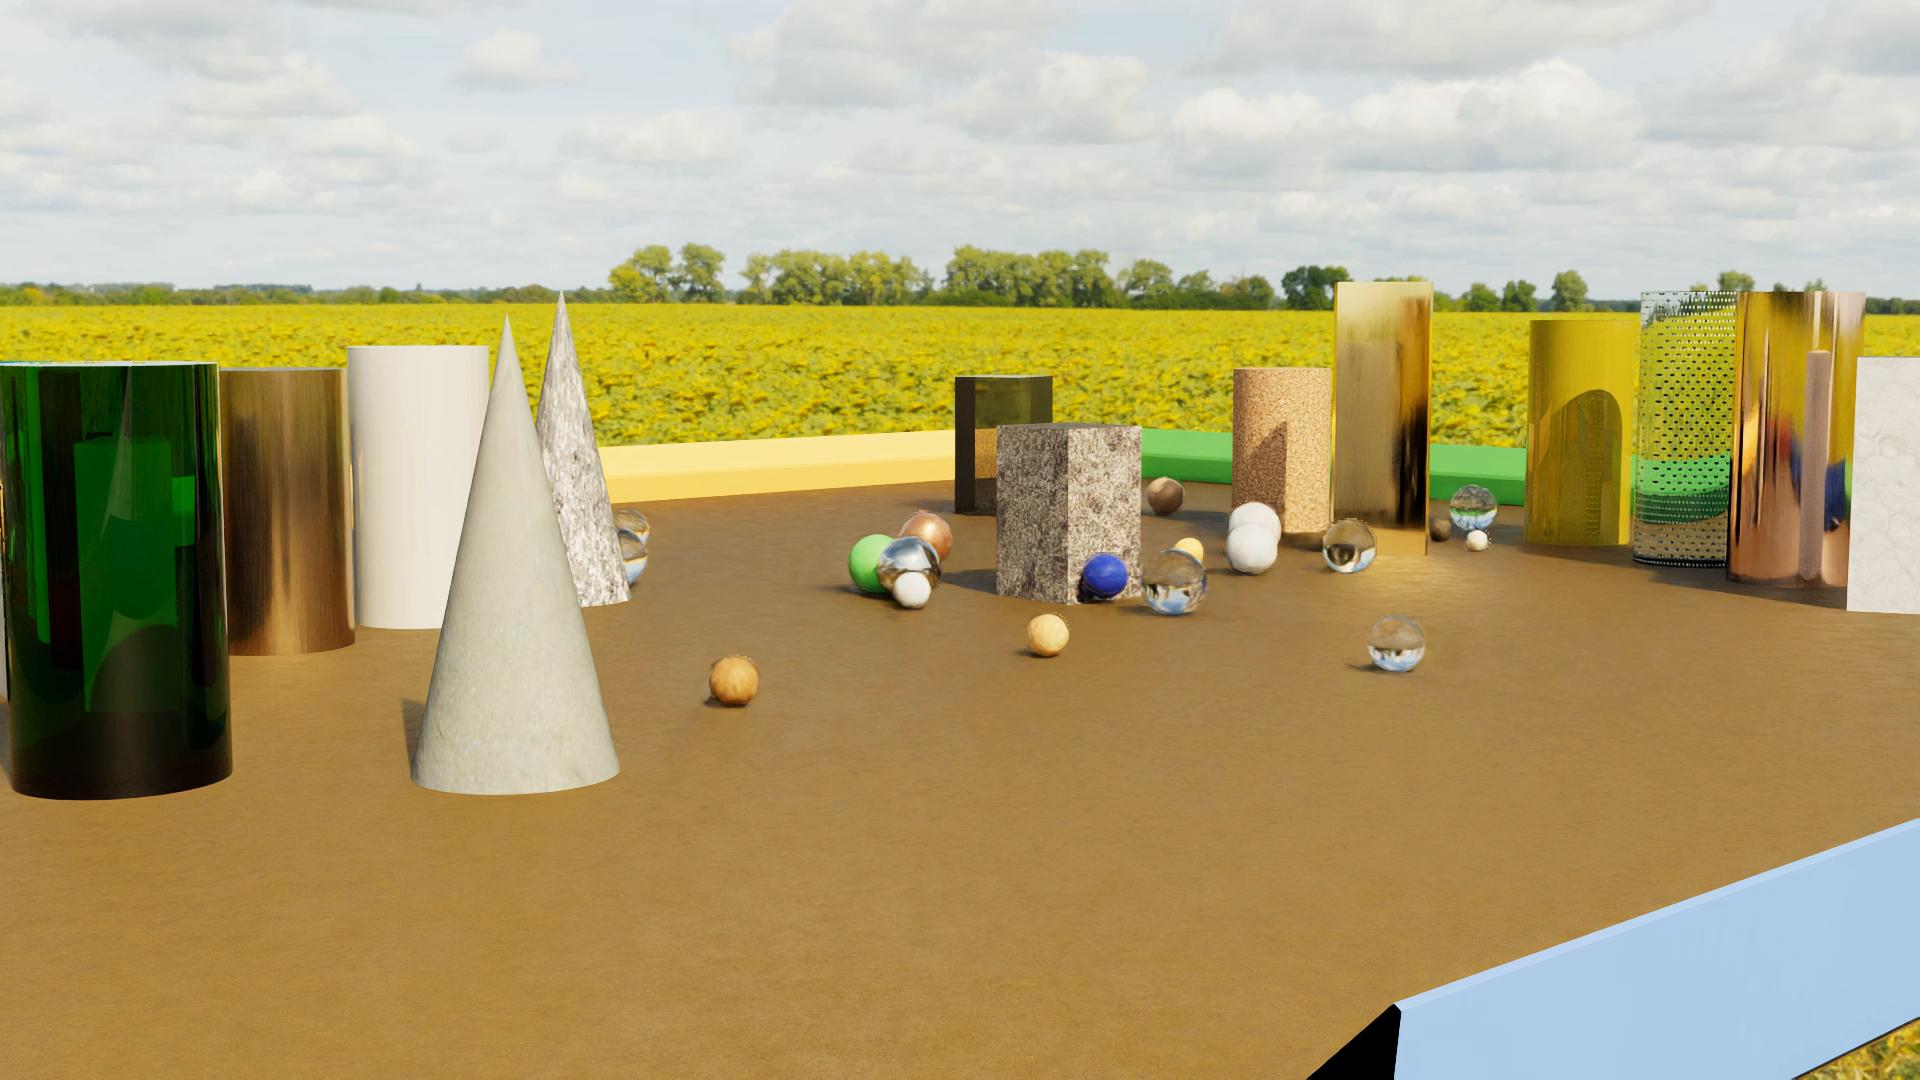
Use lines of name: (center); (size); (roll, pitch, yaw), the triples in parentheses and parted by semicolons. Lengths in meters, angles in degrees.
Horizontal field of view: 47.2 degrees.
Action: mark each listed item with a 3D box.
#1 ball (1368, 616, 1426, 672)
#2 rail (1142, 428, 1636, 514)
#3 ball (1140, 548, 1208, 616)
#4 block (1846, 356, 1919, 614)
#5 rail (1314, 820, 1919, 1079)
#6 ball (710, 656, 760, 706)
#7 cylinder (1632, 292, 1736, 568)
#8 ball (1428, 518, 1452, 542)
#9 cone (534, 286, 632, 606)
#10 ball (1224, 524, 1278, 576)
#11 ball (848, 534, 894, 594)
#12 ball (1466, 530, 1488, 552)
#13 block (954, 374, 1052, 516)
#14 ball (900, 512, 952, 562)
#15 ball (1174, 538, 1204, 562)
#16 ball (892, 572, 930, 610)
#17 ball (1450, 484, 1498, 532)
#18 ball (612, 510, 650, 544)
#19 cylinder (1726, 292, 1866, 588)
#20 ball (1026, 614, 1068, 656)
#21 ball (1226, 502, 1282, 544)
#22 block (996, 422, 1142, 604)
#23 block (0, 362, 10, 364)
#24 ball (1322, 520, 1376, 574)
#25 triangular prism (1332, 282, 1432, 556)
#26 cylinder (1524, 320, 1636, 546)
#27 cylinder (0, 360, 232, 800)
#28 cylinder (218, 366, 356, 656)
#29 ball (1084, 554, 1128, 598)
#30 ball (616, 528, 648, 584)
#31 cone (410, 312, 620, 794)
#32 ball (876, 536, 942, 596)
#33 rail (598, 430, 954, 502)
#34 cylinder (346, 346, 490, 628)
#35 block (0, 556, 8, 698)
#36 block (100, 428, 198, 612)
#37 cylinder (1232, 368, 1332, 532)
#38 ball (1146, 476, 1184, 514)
ball: (0.539, 0.129, 2.714); (0.070, 0.070, 0.070); (0, 6, 0)
rail: (1.537, -0.113, 4.742); (0.045, 0.129, 3.709); (-5, 8, -42)
ball: (0.314, 0.062, 3.222); (0.098, 0.098, 0.098); (0, 6, 0)
block: (1.426, -0.086, 3.301); (0.159, 0.376, 0.159); (2, 6, 23)
rail: (1.241, 0.173, 1.994); (4.230, 0.129, 0.045); (-5, 8, -42)
ball: (-0.255, 0.160, 2.480); (0.056, 0.056, 0.056); (0, 6, 0)
cylinder: (1.300, -0.199, 3.887); (0.199, 0.478, 0.199); (0, 6, 0)
ball: (0.924, -0.019, 4.238); (0.048, 0.048, 0.048); (0, 6, 0)
cone: (-0.610, -0.149, 3.386); (0.199, 0.483, 0.199); (0, 6, 0)
ball: (0.491, 0.016, 3.711); (0.088, 0.088, 0.088); (0, 6, 0)
ball: (-0.131, 0.037, 3.480); (0.093, 0.093, 0.093); (0, 6, 0)
ball: (0.958, 0.002, 4.073); (0.040, 0.040, 0.040); (0, 6, 0)
block: (0.097, -0.209, 4.837); (0.159, 0.302, 0.159); (3, 7, 29)
ball: (-0.060, -0.001, 3.850); (0.093, 0.093, 0.093); (0, 6, 0)
ball: (0.398, 0.022, 3.829); (0.052, 0.052, 0.052); (0, 6, 0)
ball: (-0.072, 0.076, 3.290); (0.056, 0.056, 0.056); (0, 6, 0)
ball: (1.040, -0.065, 4.456); (0.094, 0.094, 0.094); (0, 6, 0)
ball: (-0.615, -0.017, 4.068); (0.080, 0.080, 0.080); (0, 6, 0)
cylinder: (1.371, -0.169, 3.612); (0.199, 0.475, 0.199); (0, 6, 0)
ball: (0.113, 0.123, 2.841); (0.055, 0.055, 0.055); (0, 6, 0)
ball: (0.533, -0.019, 3.991); (0.099, 0.099, 0.099); (0, 6, 0)
block: (0.170, -0.045, 3.437); (0.159, 0.267, 0.159); (-5, 8, -42)
block: (-1.327, -0.054, 3.004); (0.159, 0.374, 0.159); (-2, 6, -15)
ball: (0.661, 0.012, 3.735); (0.090, 0.090, 0.090); (0, 6, 0)
triangular prism: (0.776, -0.227, 4.069); (0.172, 0.496, 0.149); (1, 6, 8)
cylinder: (1.199, -0.211, 4.258); (0.199, 0.427, 0.199); (0, 6, 0)
cylinder: (-0.801, 0.031, 2.085); (0.199, 0.395, 0.199); (0, 6, 0)
cylinder: (-0.913, -0.043, 2.925); (0.199, 0.368, 0.199); (0, 6, 0)
ball: (0.221, 0.055, 3.340); (0.069, 0.069, 0.069); (0, 6, 0)
ball: (-0.554, 0.028, 3.558); (0.097, 0.097, 0.097); (0, 6, 0)
cone: (-0.429, 0.004, 2.106); (0.199, 0.443, 0.199); (0, 6, 0)
ball: (-0.079, 0.044, 3.387); (0.099, 0.099, 0.099); (0, 6, 0)
rail: (-1.241, -0.106, 4.670); (4.230, 0.129, 0.045); (-5, 8, -42)
cylinder: (-0.775, -0.081, 3.167); (0.199, 0.394, 0.199); (0, 6, 0)
block: (-1.017, 0.032, 2.542); (0.159, 0.299, 0.159); (-4, 7, -35)
block: (-1.209, -0.032, 3.325); (0.159, 0.263, 0.159); (-2, 6, -21)
cylinder: (0.658, -0.187, 4.507); (0.199, 0.327, 0.199); (0, 6, 0)
ball: (0.451, -0.098, 4.831); (0.082, 0.082, 0.082); (0, 6, 0)
